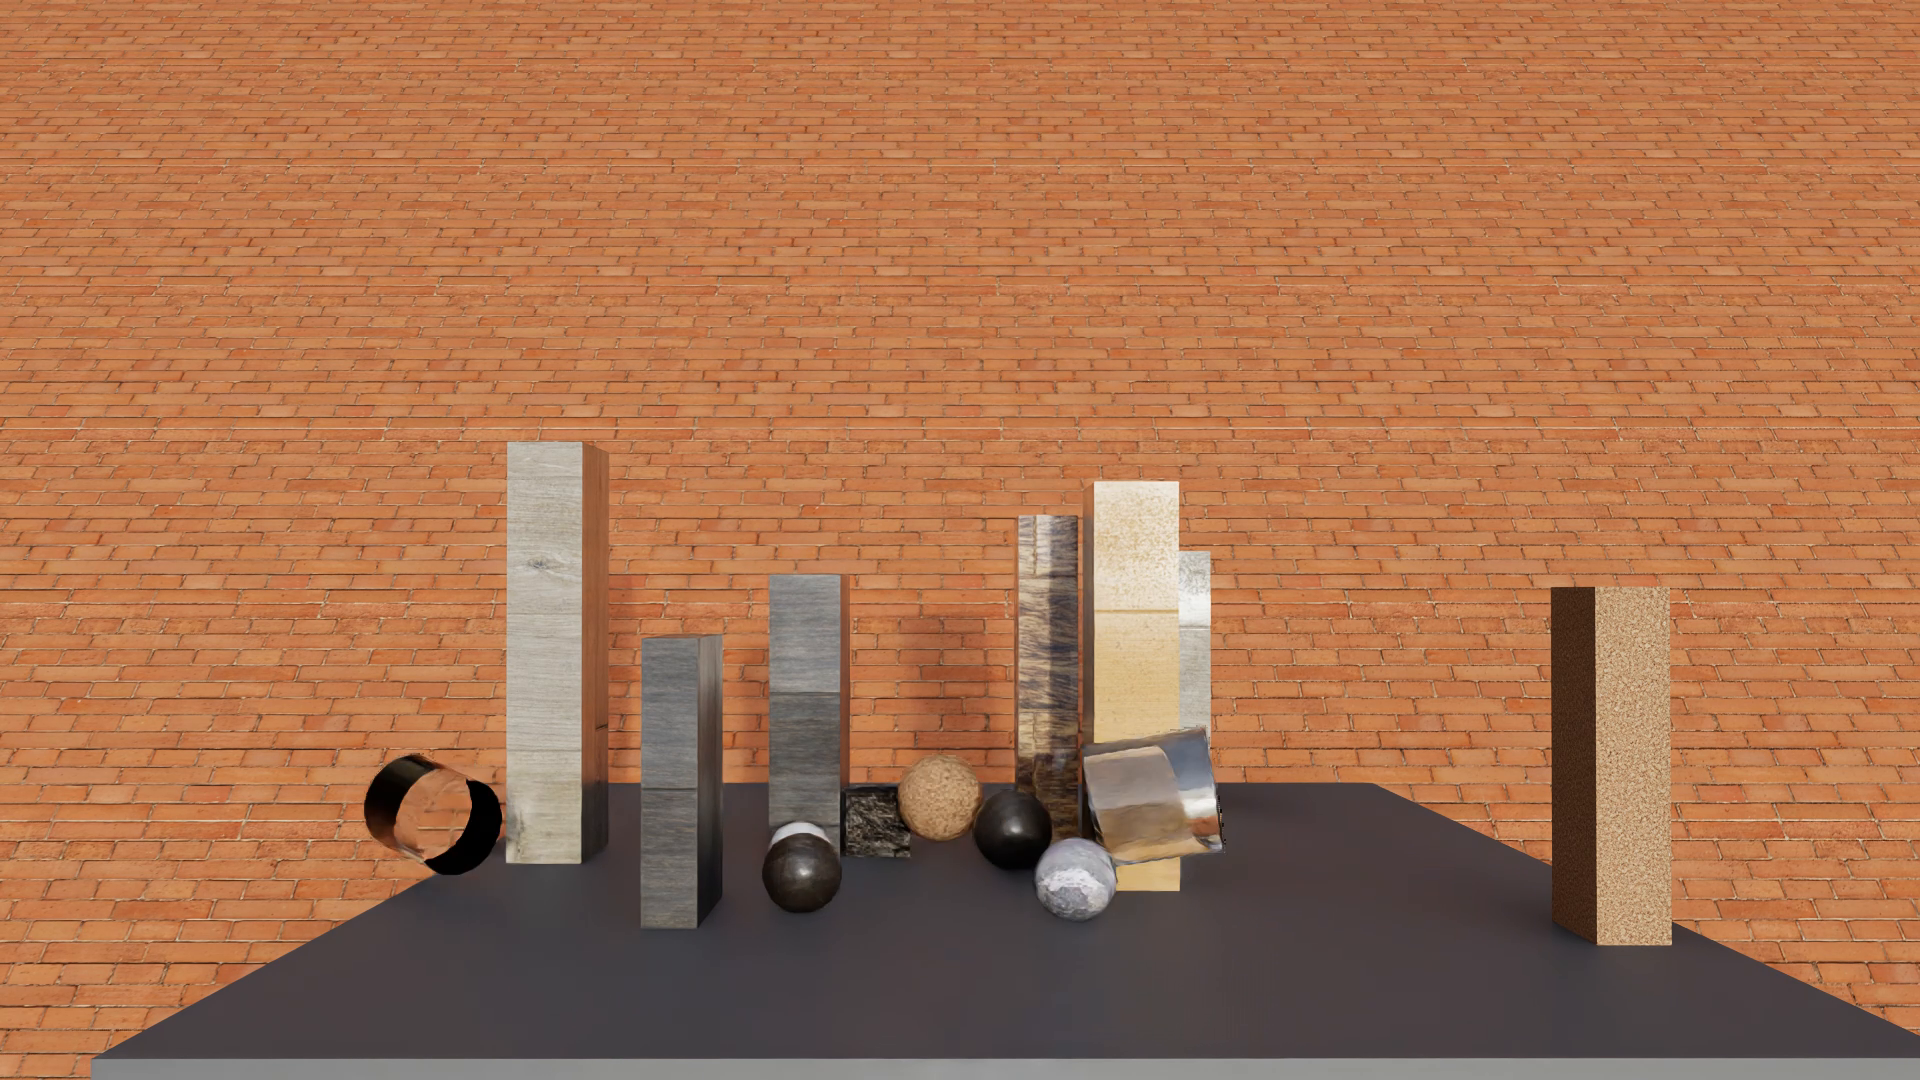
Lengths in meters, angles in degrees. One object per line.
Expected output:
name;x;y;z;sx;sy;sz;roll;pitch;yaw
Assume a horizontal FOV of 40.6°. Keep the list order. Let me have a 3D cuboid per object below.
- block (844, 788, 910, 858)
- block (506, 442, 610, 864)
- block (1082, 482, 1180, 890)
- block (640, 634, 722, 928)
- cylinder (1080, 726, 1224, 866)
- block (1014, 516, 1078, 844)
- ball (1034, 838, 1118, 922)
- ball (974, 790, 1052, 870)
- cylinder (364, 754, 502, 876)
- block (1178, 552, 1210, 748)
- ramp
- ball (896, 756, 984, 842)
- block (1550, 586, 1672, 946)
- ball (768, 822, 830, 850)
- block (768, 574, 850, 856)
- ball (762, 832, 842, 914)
block;-0.159;0.534;4.916;0.121;0.121;0.121;0;-1;-4
block;-0.762;0.210;4.939;0.138;0.773;0.366;0;-1;0
block;0.294;0.247;4.526;0.141;0.681;0.413;0;-1;0
block;-0.430;0.364;4.038;0.083;0.429;0.410;0;-1;0
cylinder;0.302;0.405;4.078;0.196;0.196;0.196;-9;33;3
block;0.165;0.278;5.051;0.111;0.641;0.397;0;-1;0
ball;0.174;0.512;3.914;0.126;0.126;0.126;0;33;0
ball;0.095;0.519;4.650;0.142;0.142;0.142;0;33;0
cylinder;-0.884;0.460;4.348;0.164;0.164;0.164;-29;30;-37
block;0.497;0.324;6.073;0.141;0.589;0.411;0;-1;0
ramp;0.074;0.642;4.761;2.000;0.100;4.000;0;-1;0
ball;-0.037;0.476;4.778;0.159;0.159;0.159;0;33;0
block;0.948;0.321;3.789;0.105;0.504;0.276;0;-1;0
ball;-0.272;0.532;4.407;0.108;0.108;0.108;0;33;0
block;-0.292;0.334;5.087;0.134;0.530;0.426;0;-1;0
ball;-0.245;0.516;4.021;0.123;0.123;0.123;0;33;0
